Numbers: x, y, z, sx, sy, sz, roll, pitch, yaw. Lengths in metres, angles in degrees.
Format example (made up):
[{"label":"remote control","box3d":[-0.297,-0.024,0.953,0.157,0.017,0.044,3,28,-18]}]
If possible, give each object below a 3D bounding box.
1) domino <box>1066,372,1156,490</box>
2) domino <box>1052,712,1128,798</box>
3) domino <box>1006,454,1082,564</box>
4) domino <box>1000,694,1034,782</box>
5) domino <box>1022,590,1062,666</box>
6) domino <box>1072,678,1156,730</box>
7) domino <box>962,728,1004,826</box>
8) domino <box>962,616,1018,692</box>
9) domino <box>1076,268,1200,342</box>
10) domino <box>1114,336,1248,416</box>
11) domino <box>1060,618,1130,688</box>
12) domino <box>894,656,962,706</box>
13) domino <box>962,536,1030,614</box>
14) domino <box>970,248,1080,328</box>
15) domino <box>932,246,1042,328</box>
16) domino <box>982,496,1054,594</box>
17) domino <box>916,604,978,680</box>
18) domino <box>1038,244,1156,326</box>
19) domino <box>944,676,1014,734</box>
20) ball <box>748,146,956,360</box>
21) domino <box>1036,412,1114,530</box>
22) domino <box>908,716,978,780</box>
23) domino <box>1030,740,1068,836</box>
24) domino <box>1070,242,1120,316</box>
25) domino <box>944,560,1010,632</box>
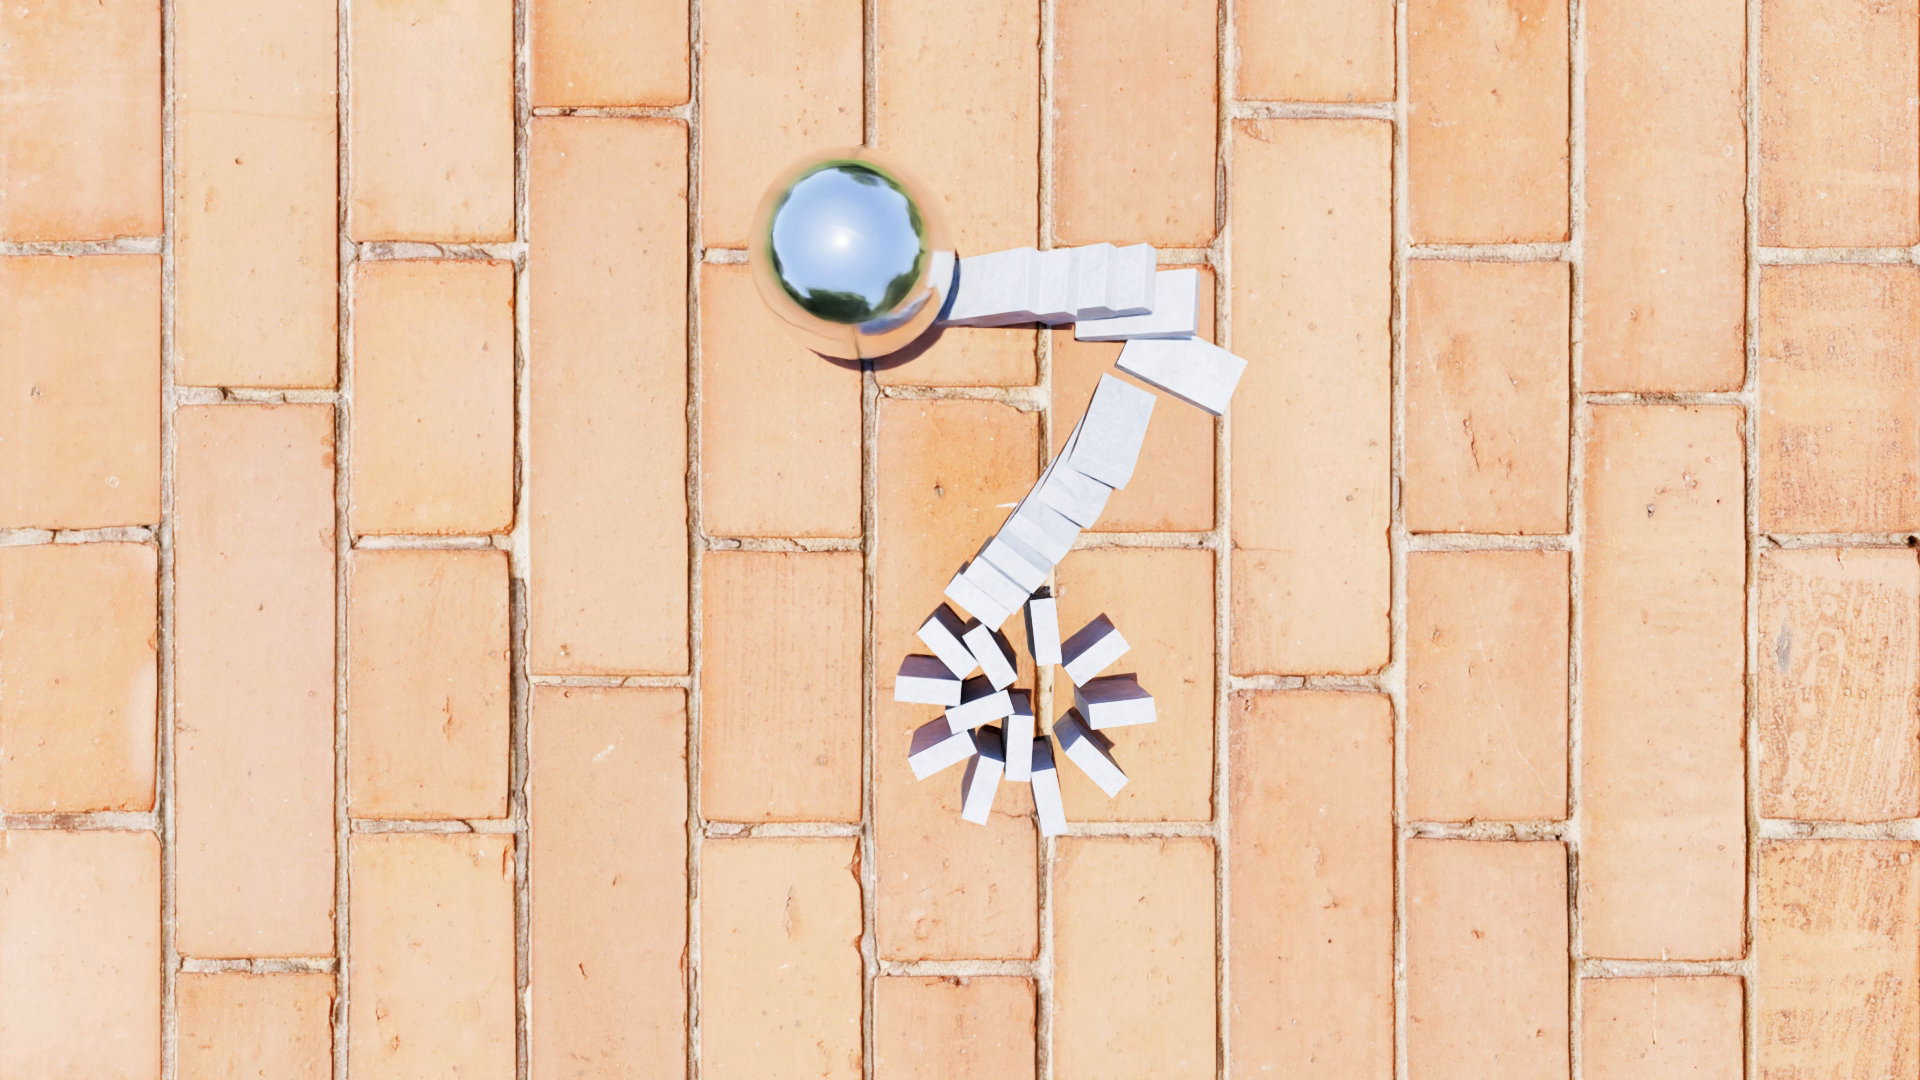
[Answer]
[{"label":"domino","box3d":[0.064,-0.046,0.381,0.025,0.009,0.050,24,53,0]},{"label":"domino","box3d":[0.052,0.087,0.375,0.025,0.050,0.010,43,90,0]},{"label":"domino","box3d":[0.040,-0.013,0.378,0.025,0.050,0.009,36,131,0]},{"label":"domino","box3d":[0.023,0.080,0.375,0.009,0.050,0.025,3,90,0]},{"label":"domino","box3d":[0.033,0.035,0.375,0.010,0.050,0.025,-6,90,0]},{"label":"domino","box3d":[0.062,0.066,0.375,0.025,0.050,0.009,-7,90,0]},{"label":"domino","box3d":[0.009,0.096,0.375,0.009,0.050,0.025,17,90,0]},{"label":"domino","box3d":[0.013,0.044,0.375,0.009,0.050,0.025,-32,91,3]},{"label":"domino","box3d":[0.074,-0.098,0.384,0.050,0.010,0.025,3,90,27]},{"label":"domino","box3d":[0.095,-0.076,0.395,0.050,0.009,0.025,26,90,0]},{"label":"domino","box3d":[0.053,0.045,0.375,0.025,0.050,0.010,-37,90,0]},{"label":"domino","box3d":[-0.012,0.057,0.375,0.025,0.050,0.010,5,92,0]},{"label":"domino","box3d":[0.017,0.013,0.375,0.025,0.050,0.010,38,102,0]},{"label":"domino","box3d":[0.025,-0.104,0.381,0.050,0.009,0.025,4,90,38]},{"label":"domino","box3d":[0.010,-0.104,0.381,0.050,0.009,0.025,3,90,38]},{"label":"domino","box3d":[0.028,0.001,0.376,0.025,0.050,0.009,38,118,0]},{"label":"domino","box3d":[-0.004,0.041,0.375,0.010,0.050,0.025,-44,90,3]},{"label":"domino","box3d":[0.056,-0.105,0.381,0.050,0.009,0.025,3,90,38]},{"label":"domino","box3d":[0.008,0.066,0.375,0.025,0.050,0.010,-19,90,0]},{"label":"ball","box3d":[-0.042,-0.111,0.360,0.080,0.080,0.080,0,90,0]},{"label":"domino","box3d":[0.052,-0.029,0.380,0.025,0.010,0.050,32,49,0]},{"label":"domino","box3d":[-0.007,0.082,0.375,0.025,0.050,0.010,-26,90,0]},{"label":"domino","box3d":[0.034,0.100,0.375,0.009,0.050,0.025,-11,90,0]},{"label":"domino","box3d":[0.041,-0.106,0.381,0.050,0.010,0.025,4,90,38]},{"label":"domino","box3d":[0.008,0.022,0.375,0.025,0.050,0.009,38,96,0]}]
